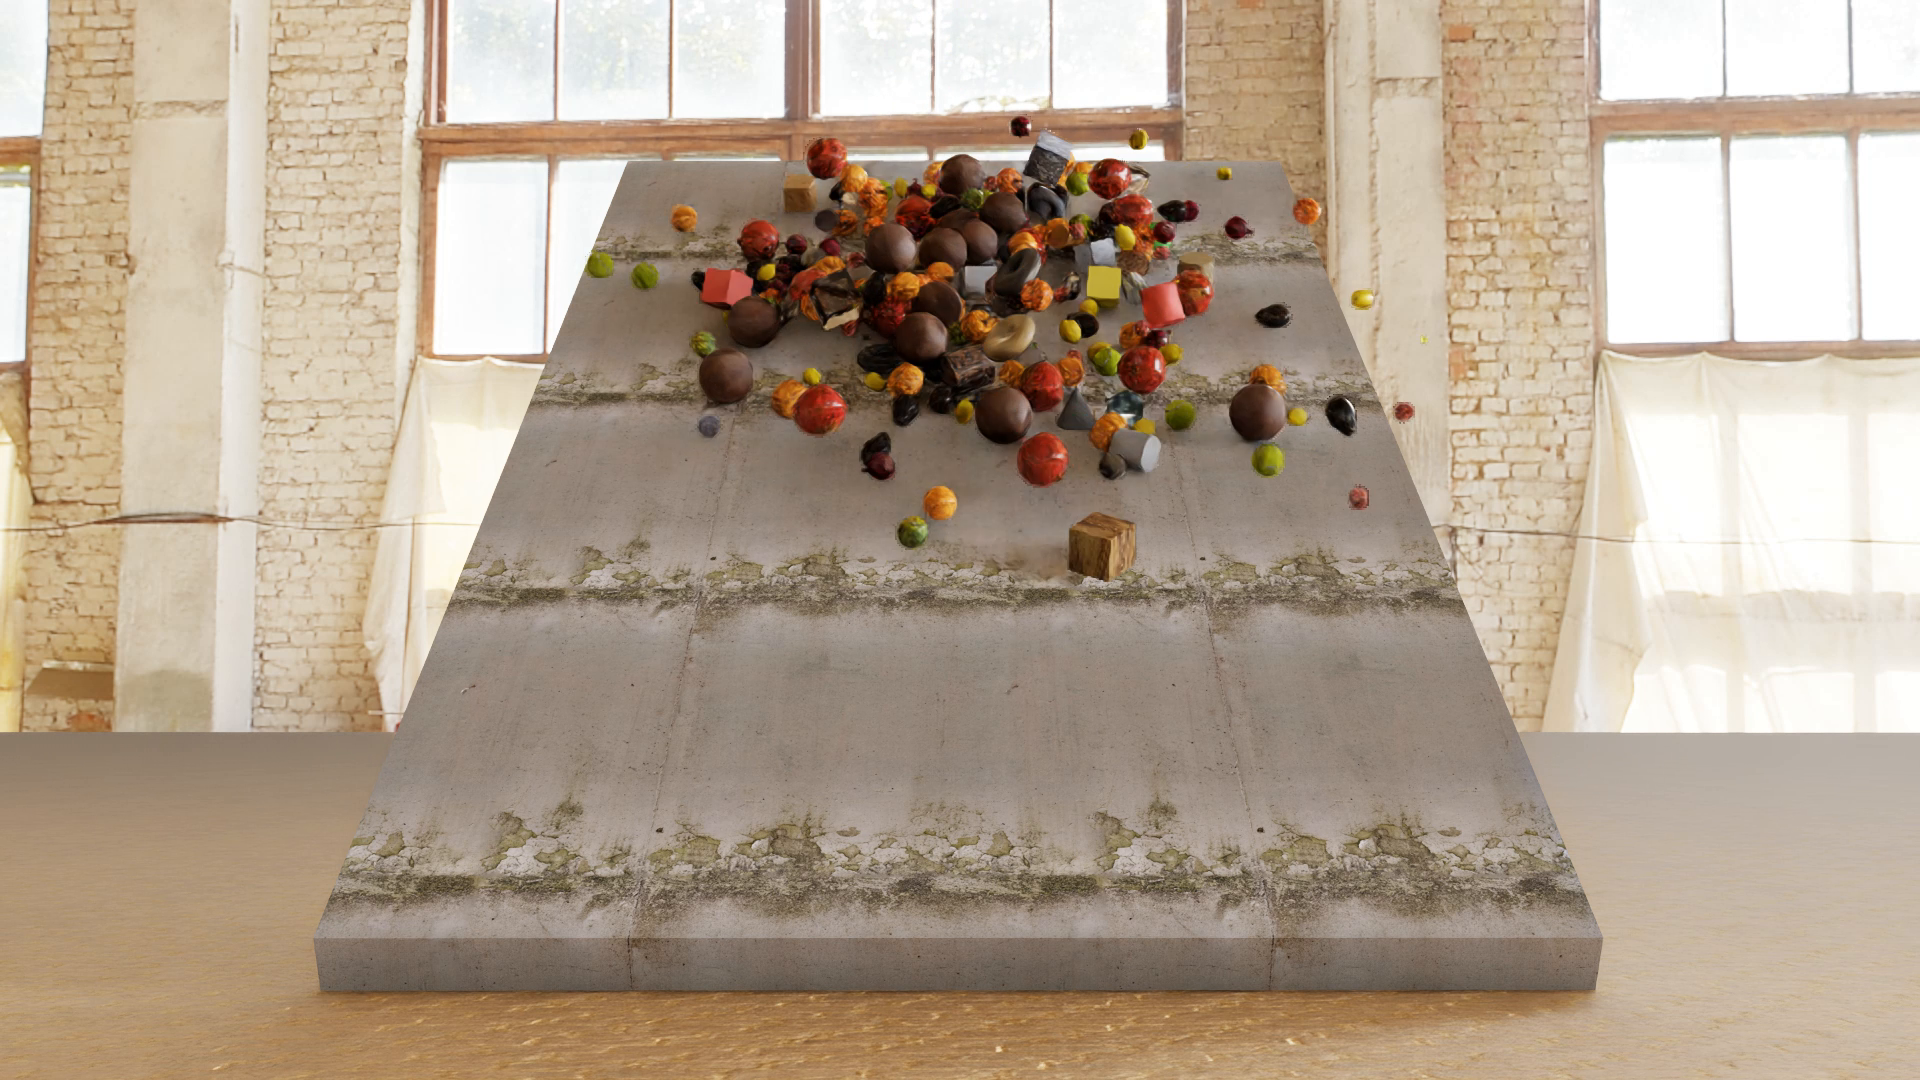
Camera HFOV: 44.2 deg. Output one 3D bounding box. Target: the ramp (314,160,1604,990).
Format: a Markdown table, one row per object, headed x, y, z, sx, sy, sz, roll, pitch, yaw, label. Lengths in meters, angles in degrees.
| x | y | z | sx | sy | sz | roll | pitch | yaw | label |
| --- | --- | --- | --- | --- | --- | --- | --- | --- | --- |
| -0.010 | -0.228 | 5.475 | 2.000 | 0.100 | 4.000 | 0 | 26 | 0 | ramp |

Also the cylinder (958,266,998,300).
| x | y | z | sx | sy | sz | roll | pitch | yaw | label |
| --- | --- | --- | --- | --- | --- | --- | --- | --- | --- |
| 0.048 | -0.661 | 6.081 | 0.087 | 0.087 | 0.087 | 1 | -5 | -13 | cylinder |

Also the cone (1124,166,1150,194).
| x | y | z | sx | sy | sz | roll | pitch | yaw | label |
| --- | --- | --- | --- | --- | --- | --- | --- | --- | --- |
| 0.512 | -1.014 | 6.591 | 0.080 | 0.080 | 0.080 | 2 | -4 | -23 | cone |

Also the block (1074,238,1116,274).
| x | y | z | sx | sy | sz | roll | pitch | yaw | label |
| --- | --- | --- | --- | --- | --- | --- | --- | --- | --- |
| 0.362 | -0.760 | 6.318 | 0.075 | 0.075 | 0.075 | -17 | 8 | -34 | block |

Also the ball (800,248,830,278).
| x | y | z | sx | sy | sz | roll | pitch | yaw | label |
| --- | --- | --- | --- | --- | --- | --- | --- | --- | --- |
| -0.384 | -0.734 | 6.256 | 0.081 | 0.081 | 0.081 | 0 | -4 | 0 | ball |

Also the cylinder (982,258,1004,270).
| x | y | z | sx | sy | sz | roll | pitch | yaw | label |
| --- | --- | --- | --- | --- | --- | --- | --- | --- | --- |
| 0.090 | -0.701 | 6.186 | 0.055 | 0.055 | 0.055 | 4 | 22 | -42 | cylinder |

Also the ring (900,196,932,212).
| x | y | z | sx | sy | sz | roll | pitch | yaw | label |
| --- | --- | --- | --- | --- | --- | --- | --- | --- | --- |
| -0.126 | -0.968 | 6.819 | 0.092 | 0.031 | 0.092 | -1 | 26 | 1 | ring |

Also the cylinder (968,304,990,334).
| x | y | z | sx | sy | sz | roll | pitch | yaw | label |
| --- | --- | --- | --- | --- | --- | --- | --- | --- | --- |
| 0.046 | -0.541 | 5.765 | 0.052 | 0.052 | 0.052 | 6 | -46 | 6 | cylinder |

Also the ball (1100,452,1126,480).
| x | y | z | sx | sy | sz | roll | pitch | yaw | label |
| --- | --- | --- | --- | --- | --- | --- | --- | --- | --- |
| 0.334 | -0.161 | 5.165 | 0.058 | 0.058 | 0.058 | 0 | -4 | 0 | ball |

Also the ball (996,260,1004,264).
| x | y | z | sx | sy | sz | roll | pitch | yaw | label |
| --- | --- | --- | --- | --- | --- | --- | --- | --- | --- |
| 0.093 | -0.714 | 6.271 | 0.062 | 0.062 | 0.062 | 0 | -4 | 0 | ball |

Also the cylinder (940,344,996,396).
| x | y | z | sx | sy | sz | roll | pitch | yaw | label |
| --- | --- | --- | --- | --- | --- | --- | --- | --- | --- |
| 0.017 | -0.402 | 5.584 | 0.100 | 0.100 | 0.100 | -20 | 2 | -18 | cylinder |

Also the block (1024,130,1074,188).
| x | y | z | sx | sy | sz | roll | pitch | yaw | label |
| --- | --- | --- | --- | --- | --- | --- | --- | --- | --- |
| 0.247 | -1.061 | 6.587 | 0.098 | 0.098 | 0.098 | 24 | 36 | -5 | block |

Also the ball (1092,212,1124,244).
| x | y | z | sx | sy | sz | roll | pitch | yaw | label |
| --- | --- | --- | --- | --- | --- | --- | --- | --- | --- |
| 0.412 | -0.866 | 6.551 | 0.088 | 0.088 | 0.088 | 0 | -4 | 0 | ball |

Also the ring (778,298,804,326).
| x | y | z | sx | sy | sz | roll | pitch | yaw | label |
| --- | --- | --- | --- | --- | --- | --- | --- | --- | --- |
| -0.429 | -0.577 | 5.987 | 0.087 | 0.029 | 0.087 | -43 | 6 | 5 | ring |

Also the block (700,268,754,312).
| x | y | z | sx | sy | sz | roll | pitch | yaw | label |
| --- | --- | --- | --- | --- | --- | --- | --- | --- | --- |
| -0.585 | -0.627 | 5.928 | 0.085 | 0.085 | 0.085 | 6 | -8 | 35 | block |

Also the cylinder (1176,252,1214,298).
| x | y | z | sx | sy | sz | roll | pitch | yaw | label |
| --- | --- | --- | --- | --- | --- | --- | --- | --- | --- |
| 0.618 | -0.695 | 6.202 | 0.093 | 0.093 | 0.093 | 0 | 26 | 0 | cylinder |

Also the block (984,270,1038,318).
| x | y | z | sx | sy | sz | roll | pitch | yaw | label |
| --- | --- | --- | --- | --- | --- | --- | --- | --- | --- |
| 0.128 | -0.612 | 5.849 | 0.094 | 0.094 | 0.094 | 31 | -51 | -27 | block |

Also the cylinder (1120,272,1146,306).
| x | y | z | sx | sy | sz | roll | pitch | yaw | label |
| --- | --- | --- | --- | --- | --- | --- | --- | --- | --- |
| 0.451 | -0.647 | 6.091 | 0.060 | 0.060 | 0.060 | 1 | 39 | -14 | cylinder |

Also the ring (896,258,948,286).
| x | y | z | sx | sy | sz | roll | pitch | yaw | label |
| --- | --- | --- | --- | --- | --- | --- | --- | --- | --- |
| -0.102 | -0.710 | 6.281 | 0.140 | 0.047 | 0.140 | 2 | 28 | -1 | ring |

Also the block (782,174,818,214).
| x | y | z | sx | sy | sz | roll | pitch | yaw | label |
| --- | --- | --- | --- | --- | --- | --- | --- | --- | --- |
| -0.460 | -0.996 | 6.800 | 0.079 | 0.079 | 0.079 | 3 | 38 | 9 | block |

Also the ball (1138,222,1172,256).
| x | y | z | sx | sy | sz | roll | pitch | yaw | label |
| --- | --- | --- | --- | --- | --- | --- | --- | --- | --- |
| 0.535 | -0.822 | 6.460 | 0.091 | 0.091 | 0.091 | 0 | -4 | 0 | ball |

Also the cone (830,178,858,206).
| x | y | z | sx | sy | sz | roll | pitch | yaw | label |
| --- | --- | --- | --- | --- | --- | --- | --- | --- | --- |
| -0.322 | -0.992 | 6.850 | 0.080 | 0.080 | 0.080 | 44 | 15 | 23 | cone |

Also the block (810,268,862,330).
| x | y | z | sx | sy | sz | roll | pitch | yaw | label |
| --- | --- | --- | --- | --- | --- | --- | --- | --- | --- |
| -0.306 | -0.592 | 5.820 | 0.097 | 0.097 | 0.097 | -23 | -14 | -12 | block |

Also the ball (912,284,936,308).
| x | y | z | sx | sy | sz | roll | pitch | yaw | label |
| --- | --- | --- | --- | --- | --- | --- | --- | --- | --- |
| -0.094 | -0.632 | 6.106 | 0.062 | 0.062 | 0.062 | 0 | -4 | 0 | ball |

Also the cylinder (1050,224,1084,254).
| x | y | z | sx | sy | sz | roll | pitch | yaw | label |
| --- | --- | --- | --- | --- | --- | --- | --- | --- | --- |
| 0.289 | -0.812 | 6.369 | 0.068 | 0.068 | 0.068 | -4 | -6 | 44 | cylinder |

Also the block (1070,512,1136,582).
| x | y | z | sx | sy | sz | roll | pitch | yaw | label |
| --- | --- | --- | --- | --- | --- | --- | --- | --- | --- |
| 0.287 | 0.014 | 4.770 | 0.095 | 0.095 | 0.095 | 17 | 31 | 31 | block |

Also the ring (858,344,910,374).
| x | y | z | sx | sy | sz | roll | pitch | yaw | label |
| --- | --- | --- | --- | --- | --- | --- | --- | --- | --- |
| -0.185 | -0.440 | 5.740 | 0.131 | 0.044 | 0.131 | 1 | 27 | 0 | ring |

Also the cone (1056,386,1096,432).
| x | y | z | sx | sy | sz | roll | pitch | yaw | label |
| --- | --- | --- | --- | --- | --- | --- | --- | --- | --- |
| 0.267 | -0.311 | 5.424 | 0.093 | 0.093 | 0.093 | -1 | 25 | 0 | cone |

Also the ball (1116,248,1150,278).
| x | y | z | sx | sy | sz | roll | pitch | yaw | label |
| --- | --- | --- | --- | --- | --- | --- | --- | --- | --- |
| 0.458 | -0.730 | 6.278 | 0.088 | 0.088 | 0.088 | 0 | -4 | 0 | ball |

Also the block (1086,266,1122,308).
| x | y | z | sx | sy | sz | roll | pitch | yaw | label |
| --- | --- | --- | --- | --- | --- | --- | --- | --- | --- |
| 0.369 | -0.650 | 6.078 | 0.083 | 0.083 | 0.083 | 5 | -12 | 2 | block |

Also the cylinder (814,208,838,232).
| x | y | z | sx | sy | sz | roll | pitch | yaw | label |
| --- | --- | --- | --- | --- | --- | --- | --- | --- | --- |
| -0.368 | -0.886 | 6.527 | 0.059 | 0.059 | 0.059 | 0 | 14 | 4 | cylinder |

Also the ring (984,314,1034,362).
| x | y | z | sx | sy | sz | roll | pitch | yaw | label |
| --- | --- | --- | --- | --- | --- | --- | --- | --- | --- |
| 0.112 | -0.459 | 5.373 | 0.134 | 0.134 | 0.045 | -5 | -43 | 47 | ring |

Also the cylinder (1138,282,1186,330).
| x | y | z | sx | sy | sz | roll | pitch | yaw | label |
| --- | --- | --- | --- | --- | --- | --- | --- | --- | --- |
| 0.495 | -0.574 | 5.787 | 0.093 | 0.093 | 0.093 | -15 | -4 | -1 | cylinder |

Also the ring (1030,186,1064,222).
| x | y | z | sx | sy | sz | roll | pitch | yaw | label |
| --- | --- | --- | --- | --- | --- | --- | --- | --- | --- |
| 0.248 | -0.954 | 6.709 | 0.114 | 0.038 | 0.114 | 33 | -25 | 17 | ring |

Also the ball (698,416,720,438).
| x | y | z | sx | sy | sz | roll | pitch | yaw | label |
| --- | --- | --- | --- | --- | --- | --- | --- | --- | --- |
| -0.570 | -0.258 | 5.363 | 0.050 | 0.050 | 0.050 | 0 | -4 | 0 | ball |

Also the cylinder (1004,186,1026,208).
| x | y | z | sx | sy | sz | roll | pitch | yaw | label |
| --- | --- | --- | --- | --- | --- | --- | --- | --- | --- |
| 0.161 | -0.995 | 6.845 | 0.054 | 0.054 | 0.054 | -14 | -6 | 6 | cylinder |

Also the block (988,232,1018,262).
| x | y | z | sx | sy | sz | roll | pitch | yaw | label |
| --- | --- | --- | --- | --- | --- | --- | --- | --- | --- |
| 0.118 | -0.792 | 6.420 | 0.054 | 0.054 | 0.054 | -25 | 40 | -17 | block |

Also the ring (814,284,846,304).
| x | y | z | sx | sy | sz | roll | pitch | yaw | label |
| --- | --- | --- | --- | --- | --- | --- | --- | --- | --- |
| -0.324 | -0.614 | 5.918 | 0.087 | 0.029 | 0.087 | 24 | 6 | -3 | ring |
